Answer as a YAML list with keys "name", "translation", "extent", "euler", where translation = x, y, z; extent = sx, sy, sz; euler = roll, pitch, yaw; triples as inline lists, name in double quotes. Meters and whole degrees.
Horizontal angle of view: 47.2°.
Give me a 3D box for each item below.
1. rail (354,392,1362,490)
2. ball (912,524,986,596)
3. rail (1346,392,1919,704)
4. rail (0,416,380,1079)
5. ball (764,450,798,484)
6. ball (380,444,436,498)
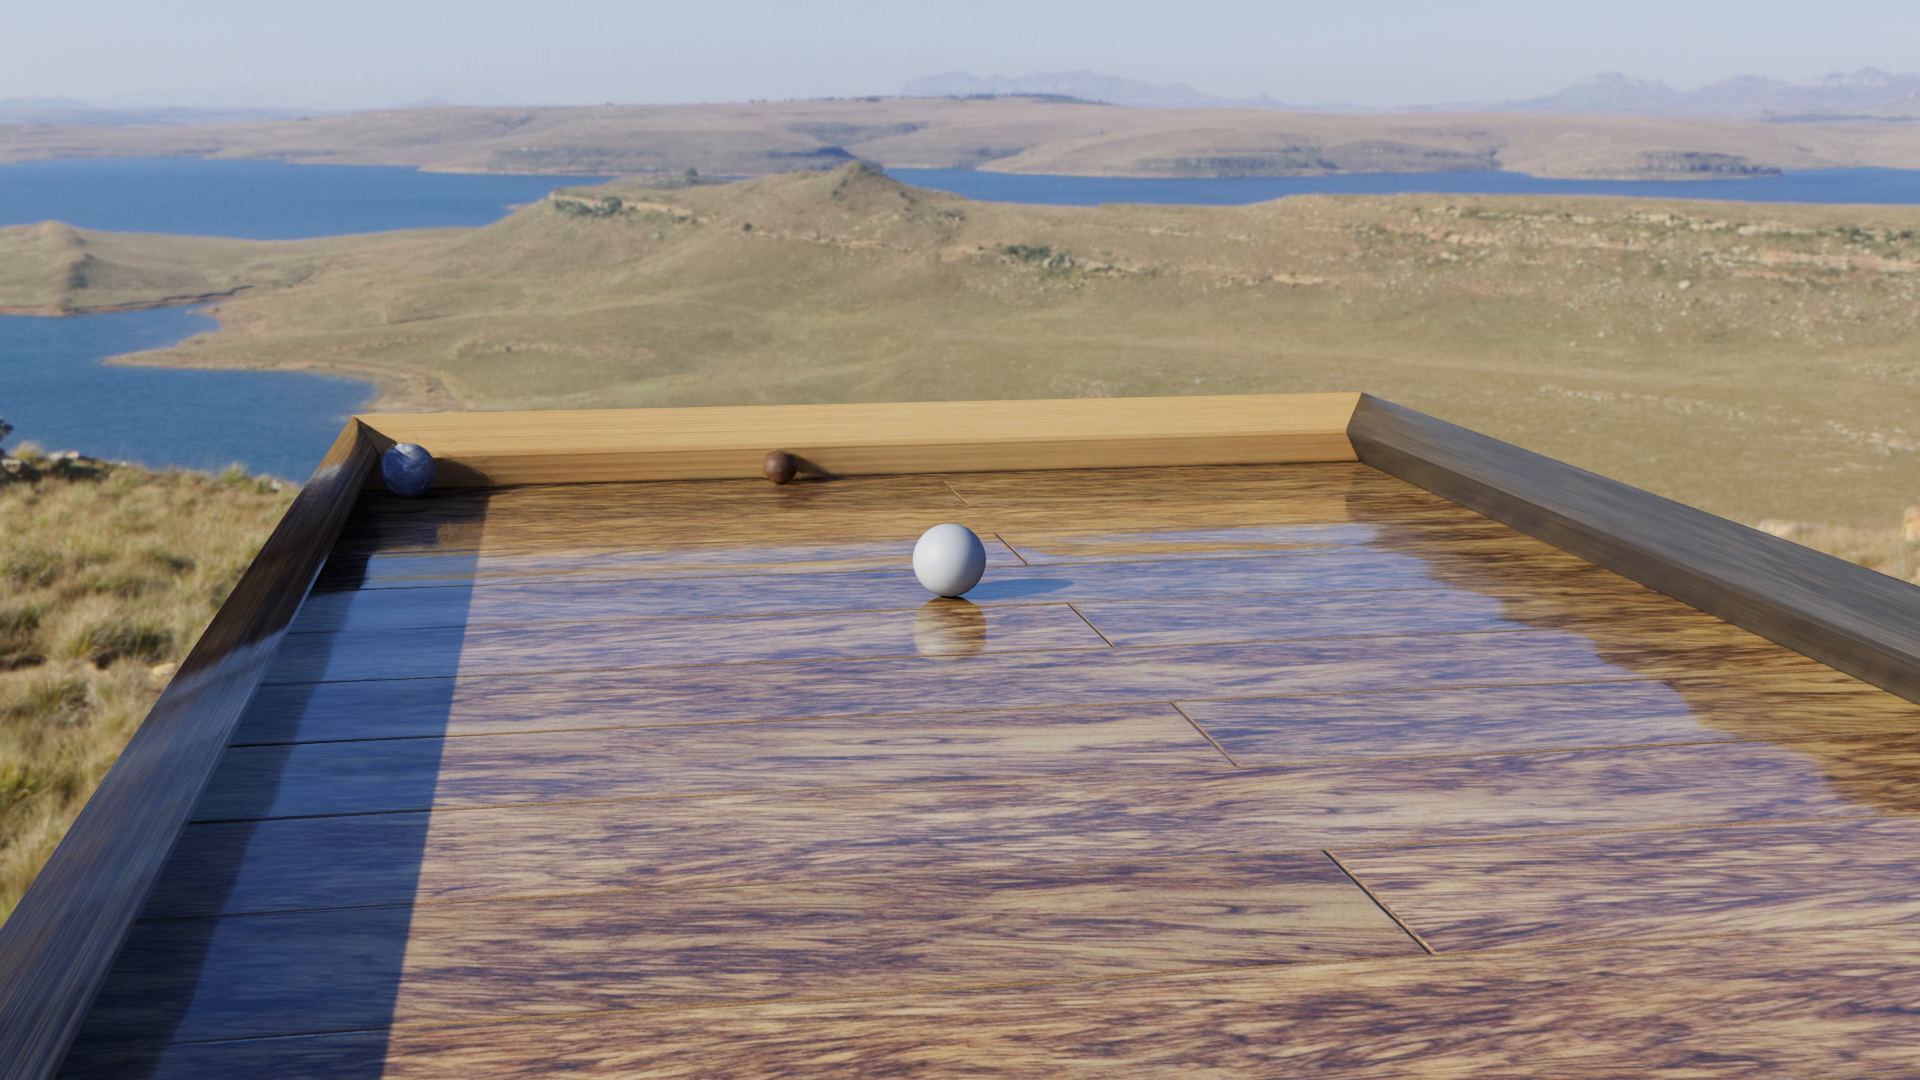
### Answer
- name: "rail"
  translation: [-0.142, -0.174, 3.872]
  extent: [1.798, 0.127, 0.045]
  euler: [-2, 11, -10]
- name: "ball"
  translation: [-0.014, 0.027, 2.919]
  extent: [0.097, 0.097, 0.097]
  euler: [0, 11, 0]
- name: "rail"
  translation: [1.008, 0.104, 2.439]
  extent: [0.045, 0.127, 3.325]
  euler: [-2, 11, -10]
- name: "rail"
  translation: [-0.716, 0.162, 2.137]
  extent: [0.045, 0.127, 3.325]
  euler: [-2, 11, -10]
- name: "ball"
  translation: [-0.311, -0.127, 3.813]
  extent: [0.058, 0.058, 0.058]
  euler: [0, 11, 0]
- name: "ball"
  translation: [-0.922, -0.117, 3.674]
  extent: [0.091, 0.091, 0.091]
  euler: [0, 11, 0]
